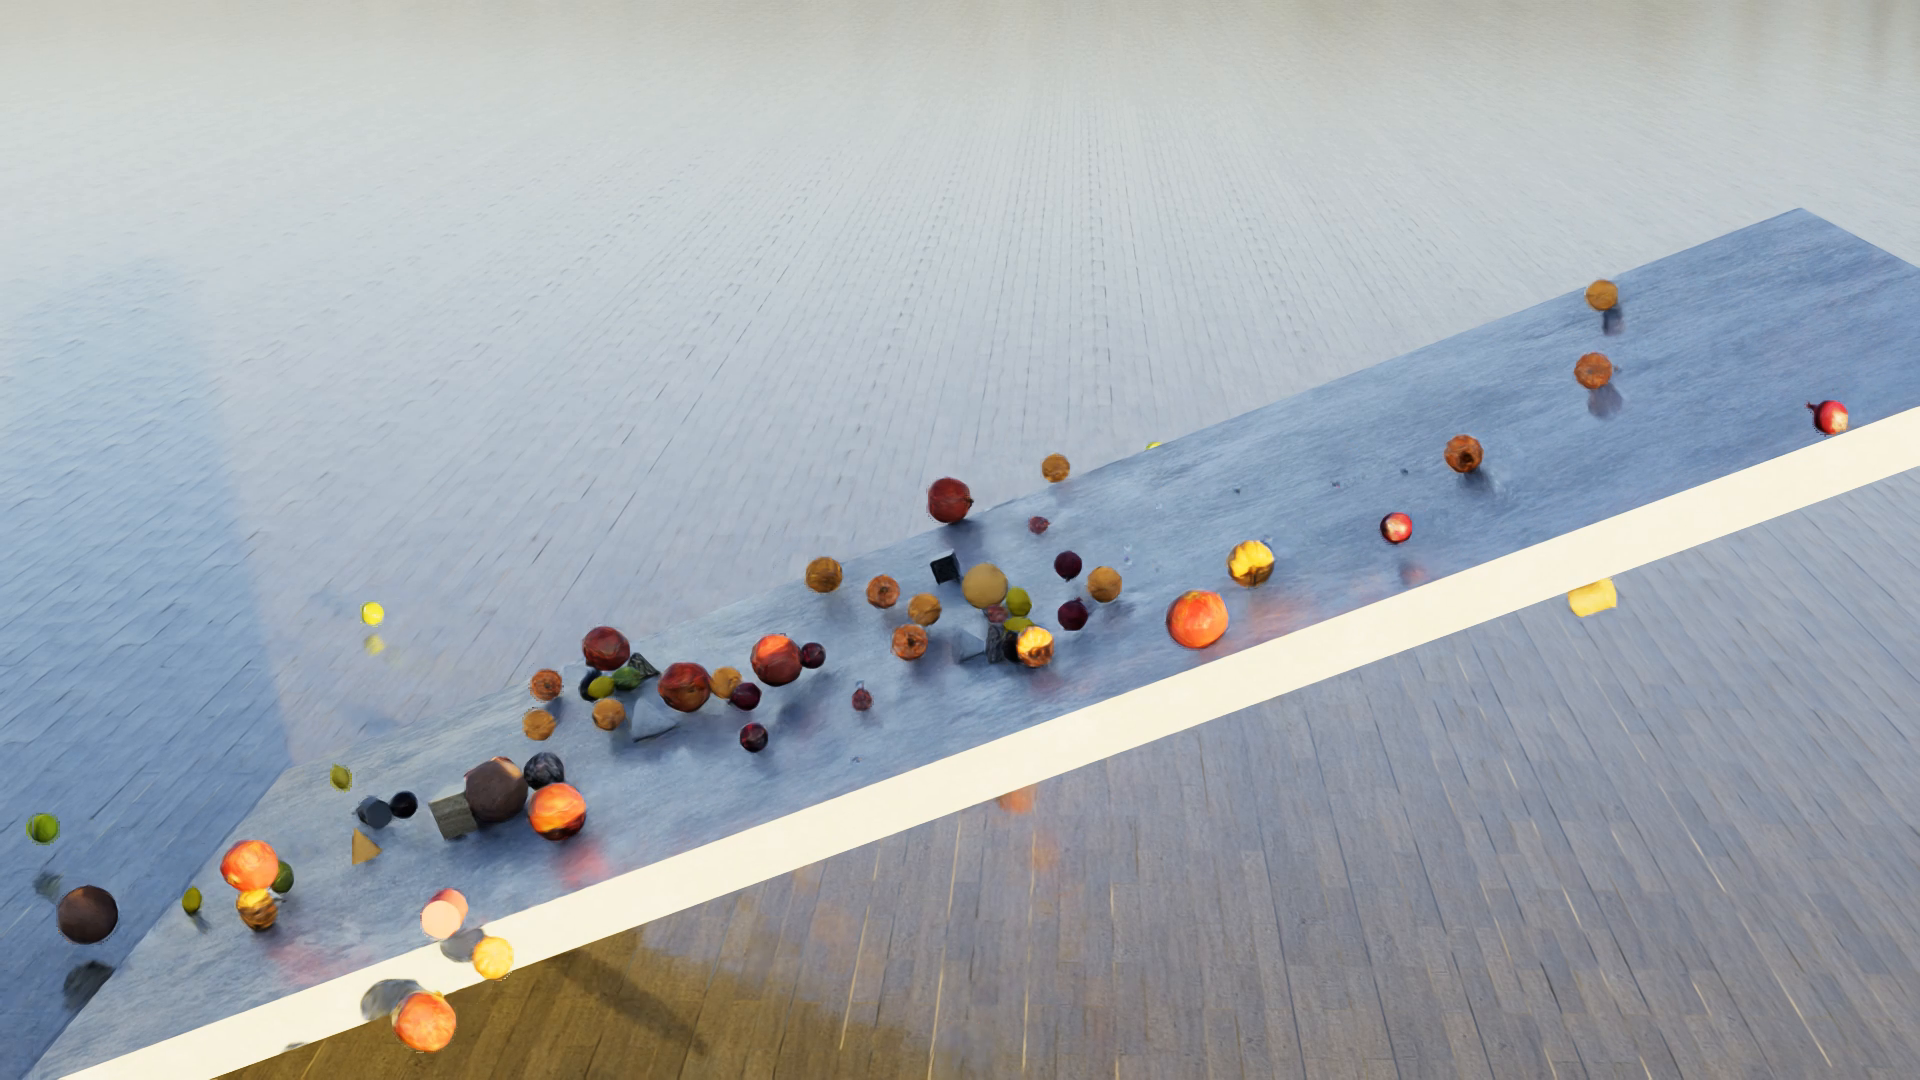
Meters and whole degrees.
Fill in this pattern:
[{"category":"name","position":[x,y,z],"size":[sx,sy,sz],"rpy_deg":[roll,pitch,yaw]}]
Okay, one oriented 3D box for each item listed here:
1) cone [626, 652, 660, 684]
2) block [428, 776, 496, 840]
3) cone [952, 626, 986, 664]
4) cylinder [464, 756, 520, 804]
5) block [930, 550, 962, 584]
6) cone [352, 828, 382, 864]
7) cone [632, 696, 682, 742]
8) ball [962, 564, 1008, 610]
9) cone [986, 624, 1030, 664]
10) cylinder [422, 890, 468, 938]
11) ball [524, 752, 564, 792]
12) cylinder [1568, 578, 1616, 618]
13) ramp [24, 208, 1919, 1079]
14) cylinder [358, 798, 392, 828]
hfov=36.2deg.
[{"category":"cone","position":[-0.733,0.307,6.898],"size":[0.074,0.074,0.074],"rpy_deg":[12,16,18]},{"category":"block","position":[-1.047,0.564,6.182],"size":[0.086,0.086,0.086],"rpy_deg":[-18,12,19]},{"category":"cone","position":[0.031,0.215,5.943],"size":[0.078,0.078,0.078],"rpy_deg":[3,12,-15]},{"category":"cylinder","position":[-0.997,0.516,6.267],"size":[0.087,0.087,0.087],"rpy_deg":[-27,-5,38]},{"category":"block","position":[-0.033,0.061,6.697],"size":[0.054,0.054,0.054],"rpy_deg":[-20,12,10]},{"category":"cone","position":[-1.280,0.644,6.278],"size":[0.072,0.072,0.072],"rpy_deg":[-21,12,5]},{"category":"cone","position":[-0.646,0.393,6.331],"size":[0.100,0.100,0.100],"rpy_deg":[7,14,7]},{"category":"ball","position":[0.053,0.099,6.264],"size":[0.098,0.098,0.098],"rpy_deg":[0,13,0]},{"category":"cone","position":[0.101,0.208,5.845],"size":[0.079,0.079,0.079],"rpy_deg":[3,12,-16]},{"category":"cylinder","position":[-0.955,0.692,5.448],"size":[0.072,0.072,0.072],"rpy_deg":[0,11,1]},{"category":"ball","position":[-0.878,0.491,6.210],"size":[0.085,0.085,0.085],"rpy_deg":[0,13,0]},{"category":"cylinder","position":[1.671,0.145,7.779],"size":[0.095,0.095,0.095],"rpy_deg":[-21,1,30]},{"category":"ramp","position":[0.121,0.175,6.293],"size":[4.000,0.100,2.000],"rpy_deg":[-20,12,7]},{"category":"cylinder","position":[-1.292,0.602,6.497],"size":[0.061,0.061,0.061],"rpy_deg":[-7,7,-26]}]
